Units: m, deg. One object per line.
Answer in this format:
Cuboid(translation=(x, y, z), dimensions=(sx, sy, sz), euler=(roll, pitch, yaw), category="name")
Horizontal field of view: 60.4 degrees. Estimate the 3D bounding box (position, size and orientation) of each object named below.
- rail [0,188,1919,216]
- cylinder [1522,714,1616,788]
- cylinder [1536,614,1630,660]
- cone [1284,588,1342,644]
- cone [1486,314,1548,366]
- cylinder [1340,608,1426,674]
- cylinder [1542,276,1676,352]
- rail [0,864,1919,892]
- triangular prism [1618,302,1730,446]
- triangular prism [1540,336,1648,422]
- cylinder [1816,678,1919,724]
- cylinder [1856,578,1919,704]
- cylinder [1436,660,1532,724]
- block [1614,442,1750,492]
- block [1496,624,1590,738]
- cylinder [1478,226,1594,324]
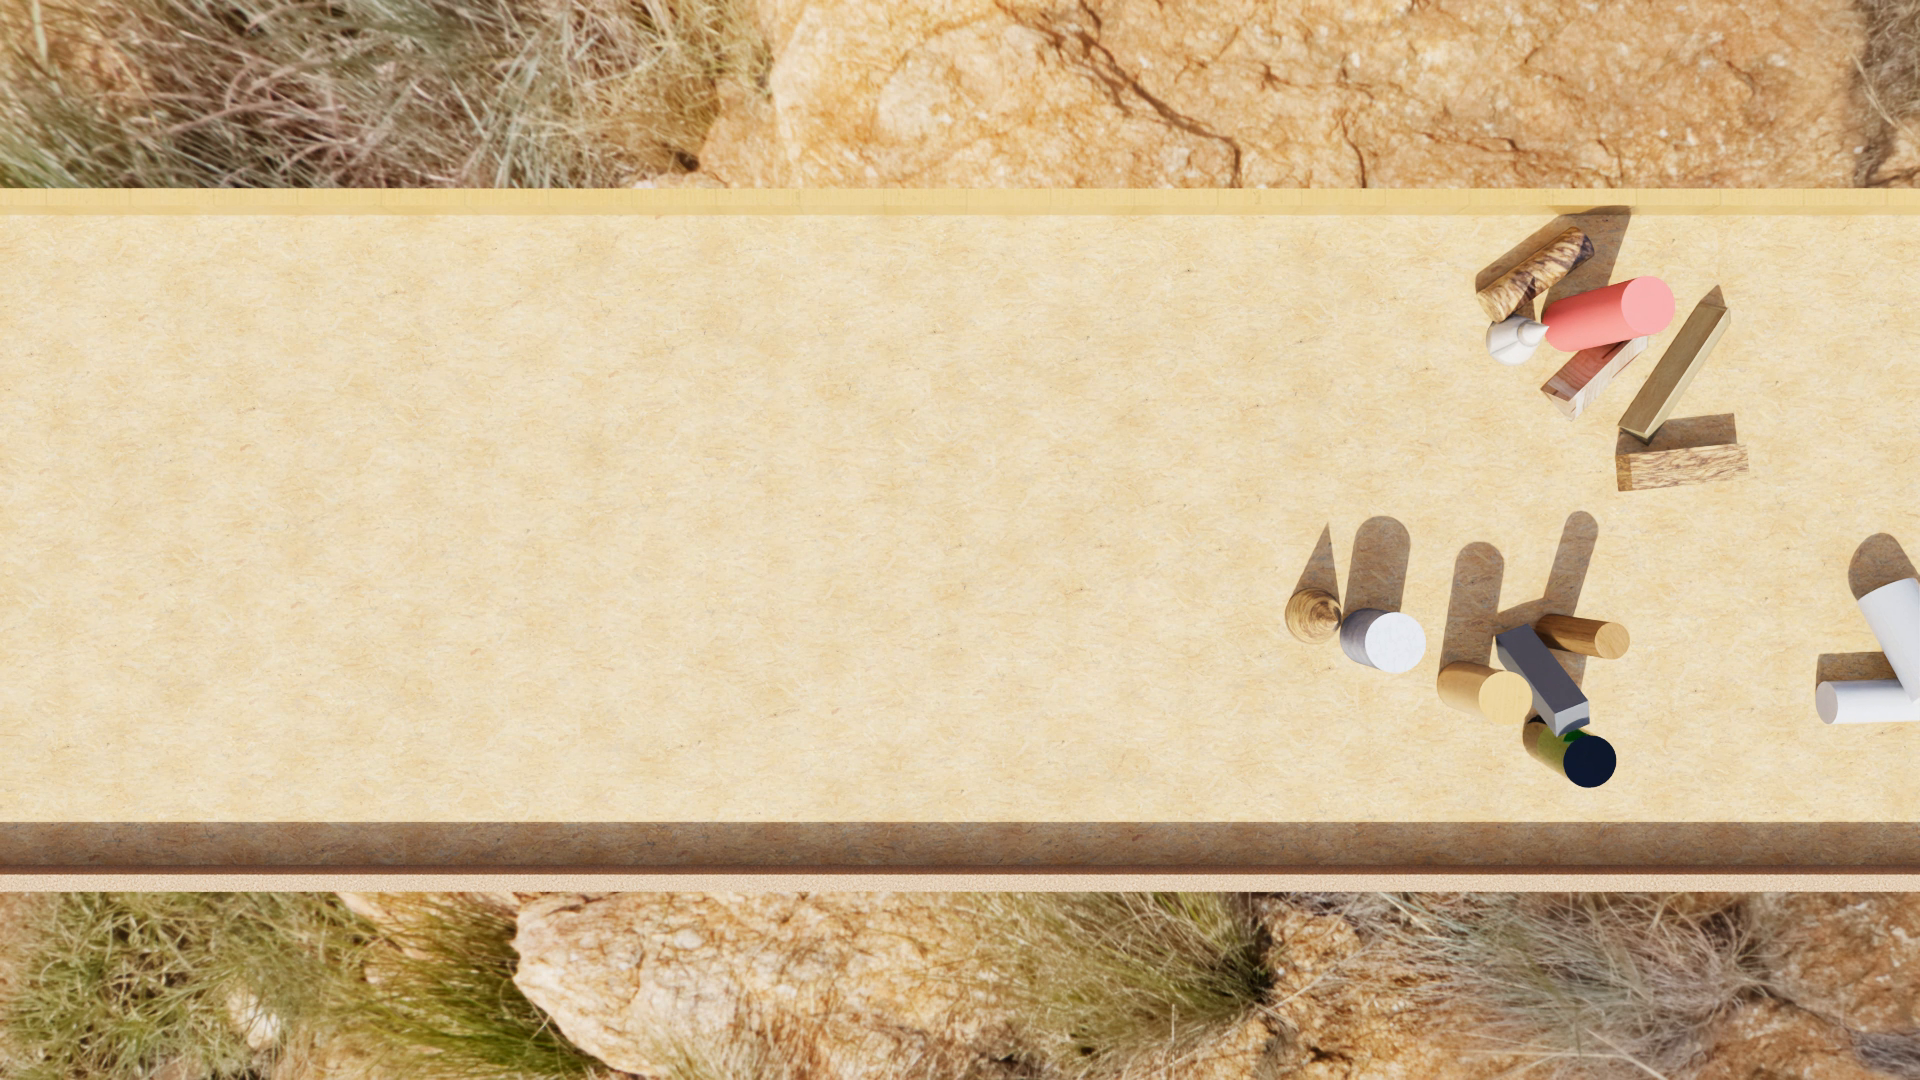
Cuboid(translation=(-2.247, -1.025, 5.002), dimensions=(12.000, 0.150, 0.050), euler=(0, 90, 0), category="rail")
Cuboid(translation=(1.808, 0.622, 4.904), dimensions=(0.155, 0.333, 0.155), euler=(0, 95, -1), category="cylinder")
Cuboid(translation=(1.842, 0.284, 4.891), dimensions=(0.107, 0.361, 0.107), euler=(0, 91, -7), category="cylinder")
Cuboid(translation=(1.087, 0.234, 4.910), dimensions=(0.177, 0.333, 0.177), euler=(0, 90, 0), category="cone")
Cuboid(translation=(1.699, -0.616, 4.916), dimensions=(0.162, 0.321, 0.162), euler=(0, 90, 0), category="cone")
Cuboid(translation=(1.255, 0.297, 4.916), dimensions=(0.175, 0.321, 0.175), euler=(0, 90, 0), category="cylinder")
Cuboid(translation=(1.900, -0.660, 4.850), dimensions=(0.166, 0.431, 0.166), euler=(0, 90, -10), category="cylinder")
Cuboid(translation=(-2.247, 1.025, 5.001), dimensions=(12.000, 0.150, 0.050), euler=(0, 90, 0), category="rail")
Cuboid(translation=(2.196, -0.510, 5.025), dimensions=(0.112, 0.097, 0.456), euler=(34, 90, 0), category="triangular prism")
Cuboid(translation=(1.950, -0.527, 5.015), dimensions=(0.329, 0.117, 0.135), euler=(-44, 90, 0), category="triangular prism")
Cuboid(translation=(2.841, 0.487, 5.011), dimensions=(0.417, 0.131, 0.131), euler=(-2, 90, 0), category="cylinder")
Cuboid(translation=(2.851, 0.302, 4.928), dimensions=(0.176, 0.176, 0.335), euler=(-17, 66, 0), category="cylinder")
Cuboid(translation=(1.543, 0.447, 4.870), dimensions=(0.152, 0.413, 0.152), euler=(0, 90, 0), category="cylinder")
Cuboid(translation=(2.197, -0.221, 5.021), dimensions=(0.355, 0.111, 0.111), euler=(-6, 90, 0), category="block")
Cuboid(translation=(1.732, 0.414, 4.908), dimensions=(0.105, 0.351, 0.105), euler=(-21, 130, 0), category="block")
Cuboid(translation=(1.752, -0.807, 5.020), dimensions=(0.345, 0.113, 0.113), euler=(-35, 90, 0), category="cylinder")
